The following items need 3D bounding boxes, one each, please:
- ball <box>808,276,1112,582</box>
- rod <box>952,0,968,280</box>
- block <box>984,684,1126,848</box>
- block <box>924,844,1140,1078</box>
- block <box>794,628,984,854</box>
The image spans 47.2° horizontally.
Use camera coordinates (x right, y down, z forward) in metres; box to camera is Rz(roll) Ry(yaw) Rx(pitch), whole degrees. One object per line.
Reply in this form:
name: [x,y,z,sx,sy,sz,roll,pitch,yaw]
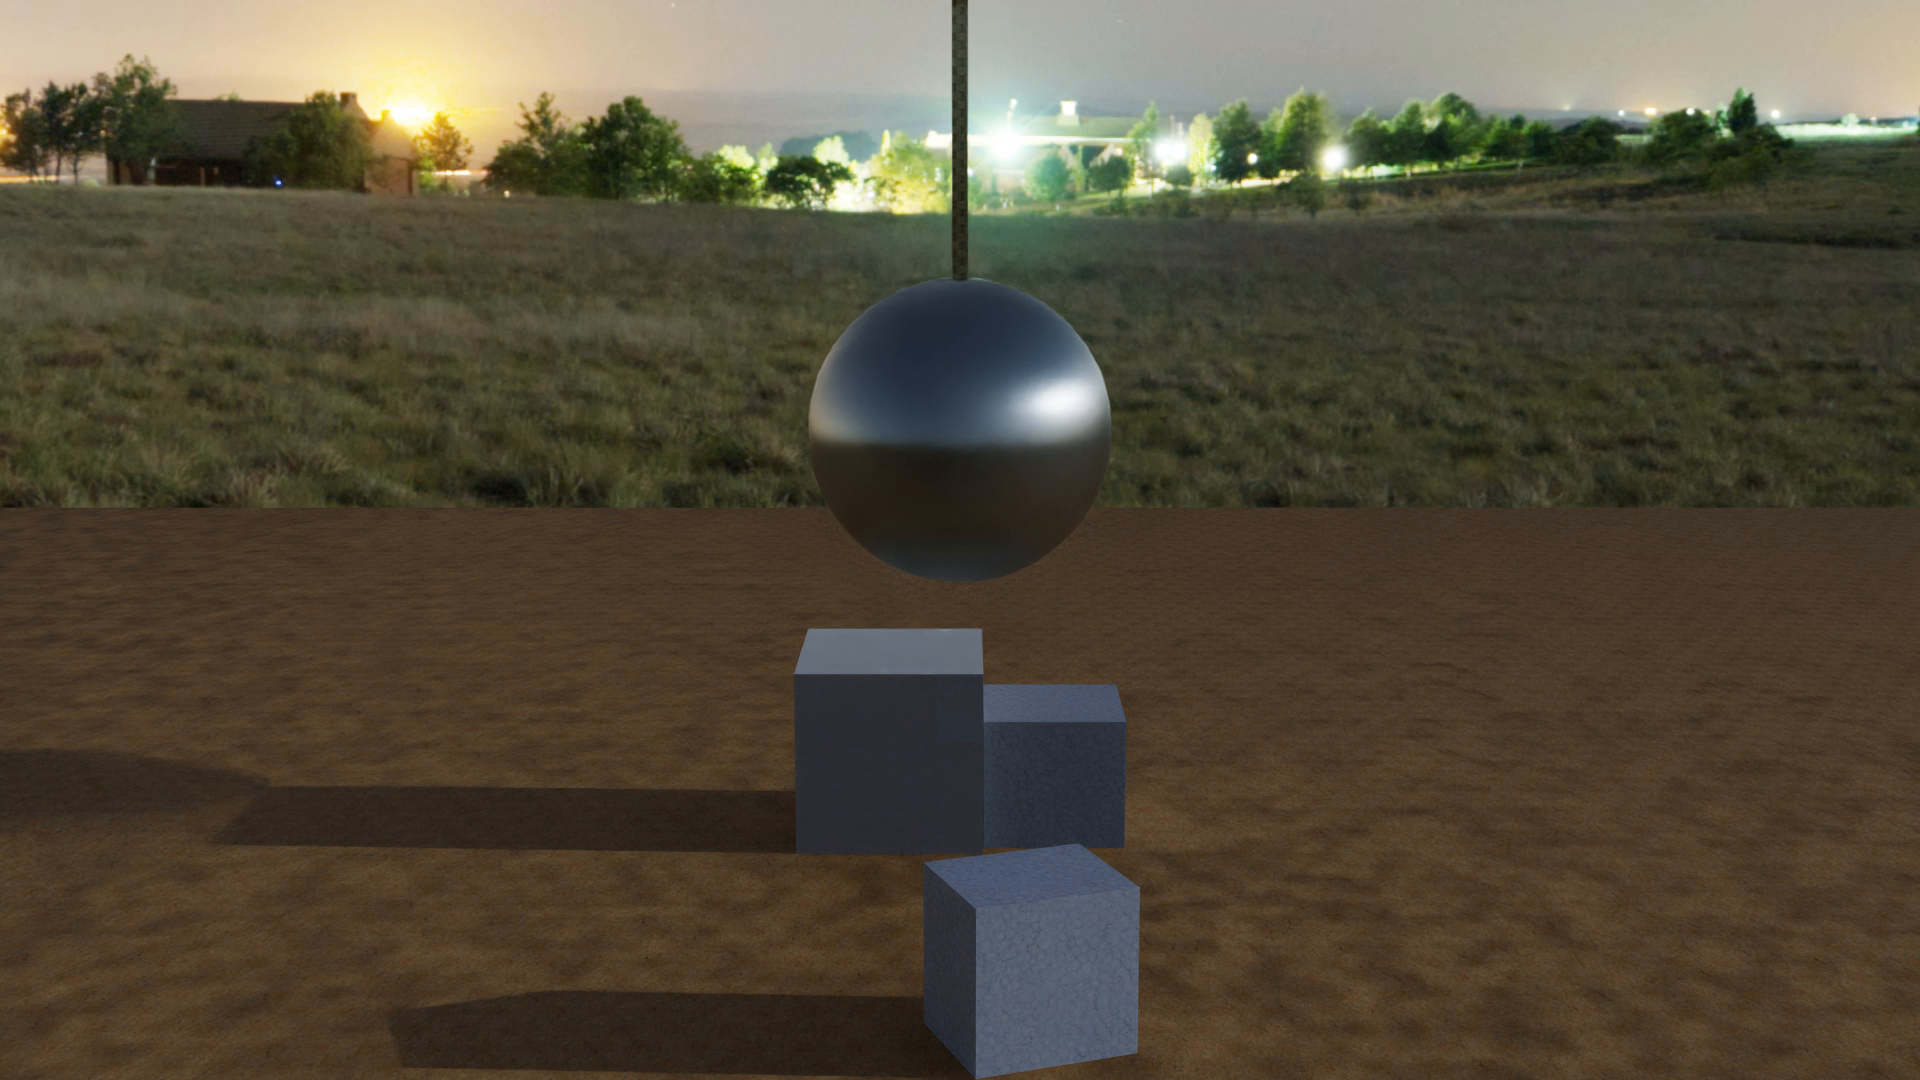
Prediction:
ball: [0.000,-0.578,11.554,1.600,1.600,1.600,0,10,0]
rod: [0.000,-3.865,10.685,0.080,5.200,0.080,0,15,0]
block: [0.473,1.158,11.369,0.709,0.654,0.768,0,10,0]
block: [0.272,1.640,8.655,0.676,0.676,0.577,-4,11,-21]
block: [-0.349,1.020,11.384,0.931,0.920,1.020,0,10,0]
